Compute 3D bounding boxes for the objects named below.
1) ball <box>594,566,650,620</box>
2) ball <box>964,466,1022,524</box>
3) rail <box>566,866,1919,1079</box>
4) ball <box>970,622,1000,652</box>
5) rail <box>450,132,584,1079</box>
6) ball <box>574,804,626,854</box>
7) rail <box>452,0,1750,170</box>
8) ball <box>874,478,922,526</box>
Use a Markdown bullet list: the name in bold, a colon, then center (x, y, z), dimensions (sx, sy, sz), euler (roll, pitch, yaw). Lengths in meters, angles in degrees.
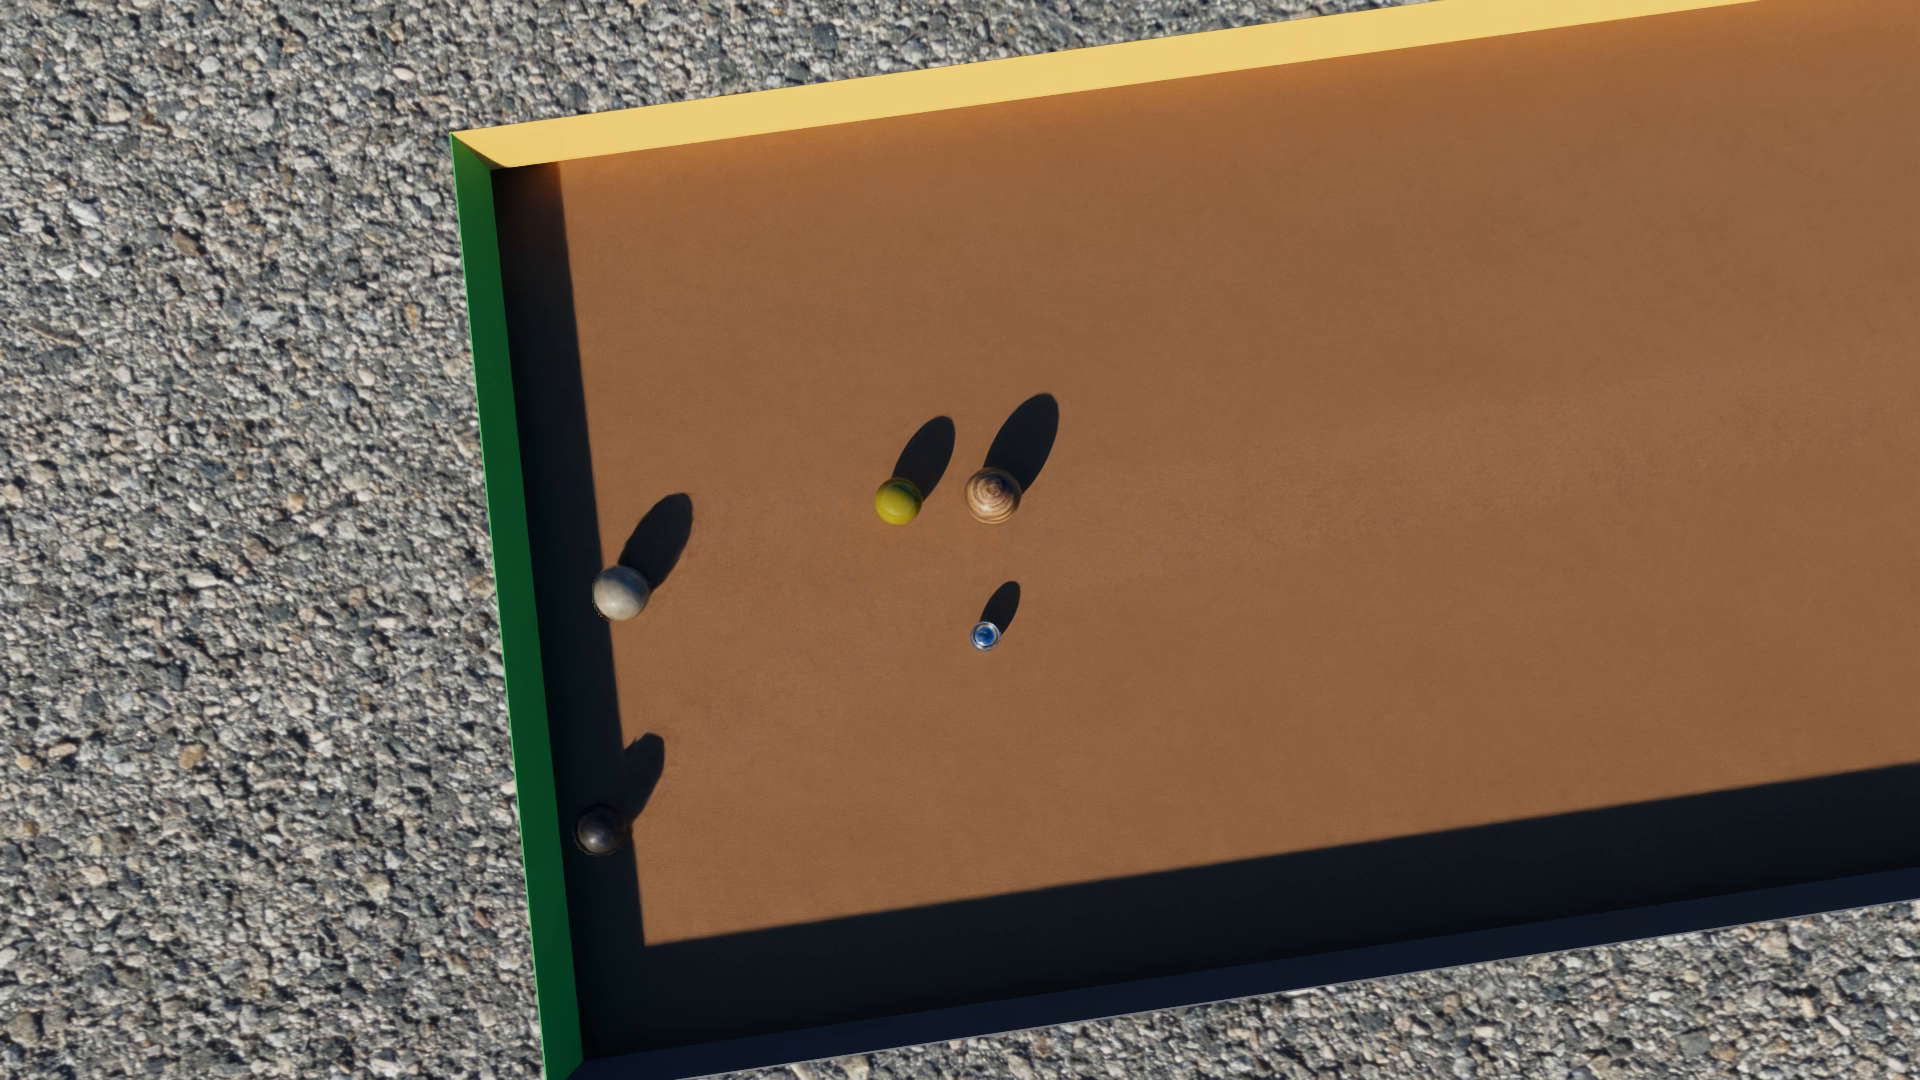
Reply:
- **ball**: center (-0.505, 0.079, 3.280), dimensions (0.083, 0.083, 0.083), euler (0, 78, 0)
- **ball**: center (0.049, -0.067, 3.309), dimensions (0.087, 0.087, 0.087), euler (0, 78, 0)
- **rail**: center (0.775, 0.580, 3.160), dimensions (2.734, 0.112, 0.045), euler (-8, 78, -2)
- **ball**: center (0.038, 0.144, 3.286), dimensions (0.046, 0.046, 0.046), euler (0, 78, 0)
- **rail**: center (-0.653, 0.087, 3.262), dimensions (0.045, 0.112, 1.448), euler (-8, 78, -2)
- **ball**: center (-0.526, 0.422, 3.213), dimensions (0.073, 0.073, 0.073), euler (0, 78, 0)
- **rail**: center (0.578, -0.777, 3.442), dimensions (2.734, 0.112, 0.045), euler (-8, 78, -2)
- **ball**: center (-0.093, -0.058, 3.314), dimensions (0.072, 0.072, 0.072), euler (0, 78, 0)
